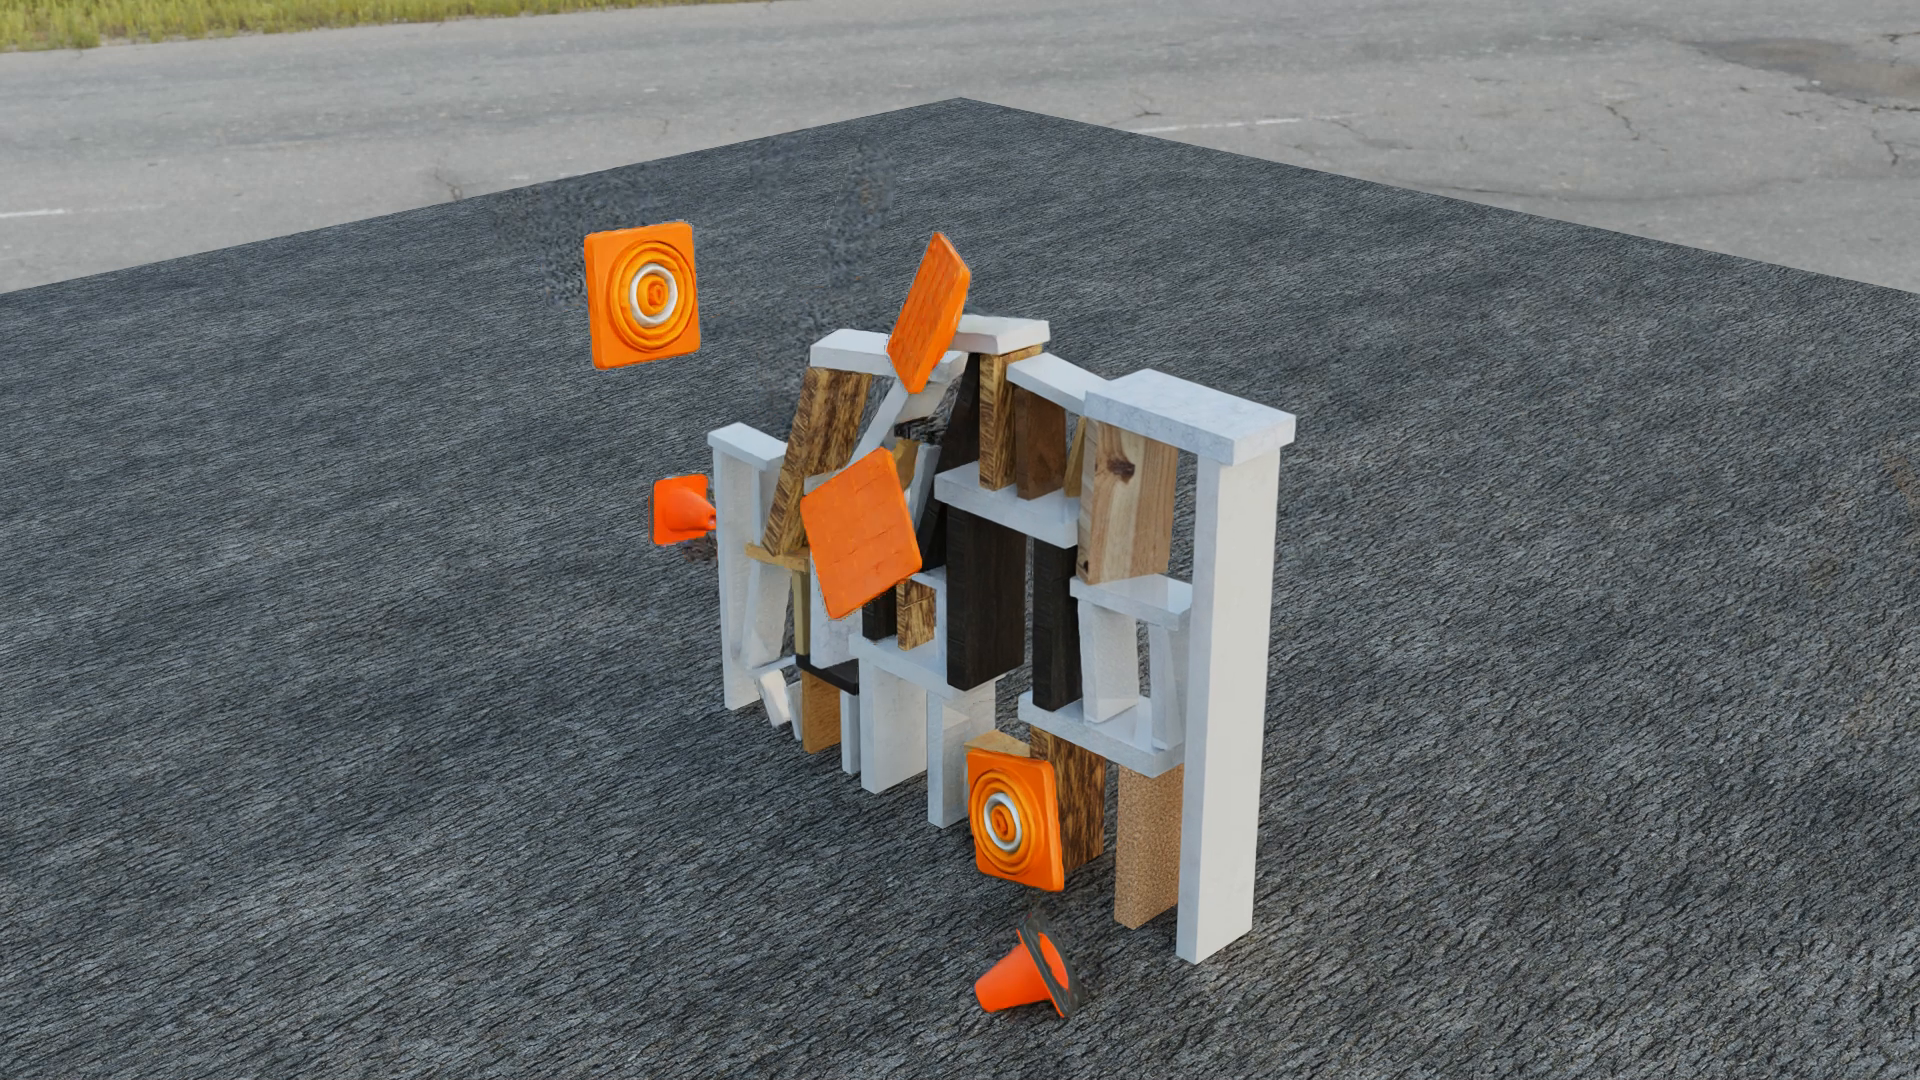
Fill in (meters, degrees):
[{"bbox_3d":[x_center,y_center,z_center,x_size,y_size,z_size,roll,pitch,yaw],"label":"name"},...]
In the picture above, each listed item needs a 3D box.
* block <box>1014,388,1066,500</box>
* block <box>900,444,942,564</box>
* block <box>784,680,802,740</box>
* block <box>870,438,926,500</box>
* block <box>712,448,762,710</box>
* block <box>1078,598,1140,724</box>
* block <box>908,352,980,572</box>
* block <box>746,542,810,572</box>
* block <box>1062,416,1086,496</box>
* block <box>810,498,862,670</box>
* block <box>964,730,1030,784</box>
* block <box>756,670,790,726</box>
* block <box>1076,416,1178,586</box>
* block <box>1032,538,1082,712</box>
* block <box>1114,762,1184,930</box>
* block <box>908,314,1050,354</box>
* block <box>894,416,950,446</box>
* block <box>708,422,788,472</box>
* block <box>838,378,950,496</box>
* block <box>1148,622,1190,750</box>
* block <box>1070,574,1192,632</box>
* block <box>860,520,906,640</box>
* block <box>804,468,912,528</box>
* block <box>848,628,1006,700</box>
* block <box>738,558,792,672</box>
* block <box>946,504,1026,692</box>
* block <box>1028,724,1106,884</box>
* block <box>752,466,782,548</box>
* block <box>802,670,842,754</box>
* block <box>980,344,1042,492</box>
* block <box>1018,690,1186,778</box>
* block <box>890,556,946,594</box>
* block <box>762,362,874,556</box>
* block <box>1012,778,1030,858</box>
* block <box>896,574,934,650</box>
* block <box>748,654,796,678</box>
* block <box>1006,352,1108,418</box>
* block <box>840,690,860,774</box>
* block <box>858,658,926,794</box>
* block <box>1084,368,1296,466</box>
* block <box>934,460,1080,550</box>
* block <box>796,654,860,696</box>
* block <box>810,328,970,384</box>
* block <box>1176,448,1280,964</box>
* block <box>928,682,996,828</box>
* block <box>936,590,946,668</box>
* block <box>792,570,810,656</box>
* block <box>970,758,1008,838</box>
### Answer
[{"bbox_3d":[0.147,-0.184,3.988,0.102,0.204,0.029,-21,28,-41],"label":"block"},{"bbox_3d":[-0.063,-0.076,4.273,0.078,0.254,0.022,-19,40,-42],"label":"block"},{"bbox_3d":[-0.341,0.365,4.751,0.058,0.117,0.017,-22,14,-42],"label":"block"},{"bbox_3d":[-0.114,-0.144,4.321,0.078,0.157,0.022,-18,61,-41],"label":"block"},{"bbox_3d":[-0.481,0.078,4.788,0.091,0.615,0.026,-21,31,-41],"label":"block"},{"bbox_3d":[0.272,0.203,4.014,0.033,0.236,0.118,14,26,43],"label":"block"},{"bbox_3d":[0.016,-0.158,4.181,0.126,0.490,0.036,-18,46,-42],"label":"block"},{"bbox_3d":[-0.354,0.026,4.638,0.096,0.027,0.192,-20,23,-41],"label":"block"},{"bbox_3d":[0.252,-0.153,3.936,0.102,0.204,0.029,-5,56,-12],"label":"block"},{"bbox_3d":[-0.249,0.078,4.549,0.123,0.370,0.035,-16,27,-38],"label":"block"},{"bbox_3d":[0.099,0.422,4.294,0.172,0.024,0.086,21,31,41],"label":"block"},{"bbox_3d":[-0.401,0.343,4.810,0.059,0.117,0.017,-20,1,-39],"label":"block"},{"bbox_3d":[0.297,-0.085,3.884,0.162,0.325,0.046,-9,30,-21],"label":"block"},{"bbox_3d":[0.209,0.133,4.054,0.048,0.336,0.168,20,30,41],"label":"block"},{"bbox_3d":[0.362,0.539,4.068,0.047,0.329,0.165,21,31,40],"label":"block"},{"bbox_3d":[0.033,-0.379,4.041,0.126,0.036,0.253,-19,19,-37],"label":"block"},{"bbox_3d":[-0.044,-0.208,4.235,0.078,0.022,0.157,-19,23,-41],"label":"block"},{"bbox_3d":[-0.436,-0.197,4.628,0.182,0.026,0.091,25,33,35],"label":"block"},{"bbox_3d":[-0.126,-0.219,4.341,0.040,0.285,0.143,44,37,17],"label":"block"},{"bbox_3d":[0.390,0.244,3.920,0.033,0.236,0.118,15,27,42],"label":"block"},{"bbox_3d":[0.325,0.096,3.919,0.236,0.033,0.118,18,29,36],"label":"block"},{"bbox_3d":[-0.139,0.068,4.409,0.123,0.246,0.035,-17,25,-41],"label":"block"},{"bbox_3d":[-0.189,-0.088,4.420,0.123,0.035,0.246,-16,27,-39],"label":"block"},{"bbox_3d":[-0.067,0.232,4.401,0.297,0.042,0.149,21,31,40],"label":"block"},{"bbox_3d":[-0.419,0.150,4.754,0.027,0.273,0.096,32,36,34],"label":"block"},{"bbox_3d":[0.051,0.089,4.206,0.048,0.373,0.168,21,31,40],"label":"block"},{"bbox_3d":[0.206,0.479,4.210,0.047,0.329,0.165,21,31,41],"label":"block"},{"bbox_3d":[-0.393,-0.083,4.641,0.091,0.182,0.026,-17,28,-38],"label":"block"},{"bbox_3d":[-0.291,0.352,4.689,0.094,0.188,0.027,-19,29,-39],"label":"block"},{"bbox_3d":[0.093,-0.228,4.030,0.036,0.253,0.126,21,31,41],"label":"block"},{"bbox_3d":[0.284,0.336,4.066,0.329,0.047,0.165,21,31,40],"label":"block"},{"bbox_3d":[-0.053,0.061,4.307,0.160,0.023,0.080,21,30,40],"label":"block"},{"bbox_3d":[-0.289,-0.173,4.476,0.143,0.471,0.040,-18,50,-37],"label":"block"},{"bbox_3d":[0.139,0.528,4.295,0.024,0.172,0.086,21,31,41],"label":"block"},{"bbox_3d":[-0.089,0.132,4.375,0.023,0.160,0.080,19,29,41],"label":"block"},{"bbox_3d":[-0.404,0.274,4.776,0.058,0.017,0.117,-20,1,-36],"label":"block"},{"bbox_3d":[0.191,-0.276,3.916,0.102,0.029,0.204,-21,37,-40],"label":"block"},{"bbox_3d":[-0.204,0.387,4.607,0.094,0.188,0.027,-20,29,-39],"label":"block"},{"bbox_3d":[-0.137,0.360,4.532,0.042,0.297,0.148,21,31,41],"label":"block"},{"bbox_3d":[0.385,-0.210,3.707,0.162,0.046,0.325,-21,32,-40],"label":"block"},{"bbox_3d":[0.129,-0.075,4.055,0.168,0.048,0.336,-21,31,-40],"label":"block"},{"bbox_3d":[-0.248,0.269,4.609,0.094,0.027,0.188,-19,30,-39],"label":"block"},{"bbox_3d":[-0.131,-0.359,4.276,0.285,0.040,0.143,9,22,19],"label":"block"},{"bbox_3d":[0.465,0.289,3.837,0.046,0.970,0.162,21,31,40],"label":"block"},{"bbox_3d":[0.003,0.415,4.403,0.042,0.297,0.148,21,31,41],"label":"block"},{"bbox_3d":[-0.010,0.162,4.305,0.023,0.160,0.080,17,28,38],"label":"block"},{"bbox_3d":[-0.304,0.139,4.636,0.096,0.192,0.027,-19,27,-39],"label":"block"},{"bbox_3d":[0.058,0.497,4.370,0.024,0.172,0.086,21,31,41],"label":"block"}]
